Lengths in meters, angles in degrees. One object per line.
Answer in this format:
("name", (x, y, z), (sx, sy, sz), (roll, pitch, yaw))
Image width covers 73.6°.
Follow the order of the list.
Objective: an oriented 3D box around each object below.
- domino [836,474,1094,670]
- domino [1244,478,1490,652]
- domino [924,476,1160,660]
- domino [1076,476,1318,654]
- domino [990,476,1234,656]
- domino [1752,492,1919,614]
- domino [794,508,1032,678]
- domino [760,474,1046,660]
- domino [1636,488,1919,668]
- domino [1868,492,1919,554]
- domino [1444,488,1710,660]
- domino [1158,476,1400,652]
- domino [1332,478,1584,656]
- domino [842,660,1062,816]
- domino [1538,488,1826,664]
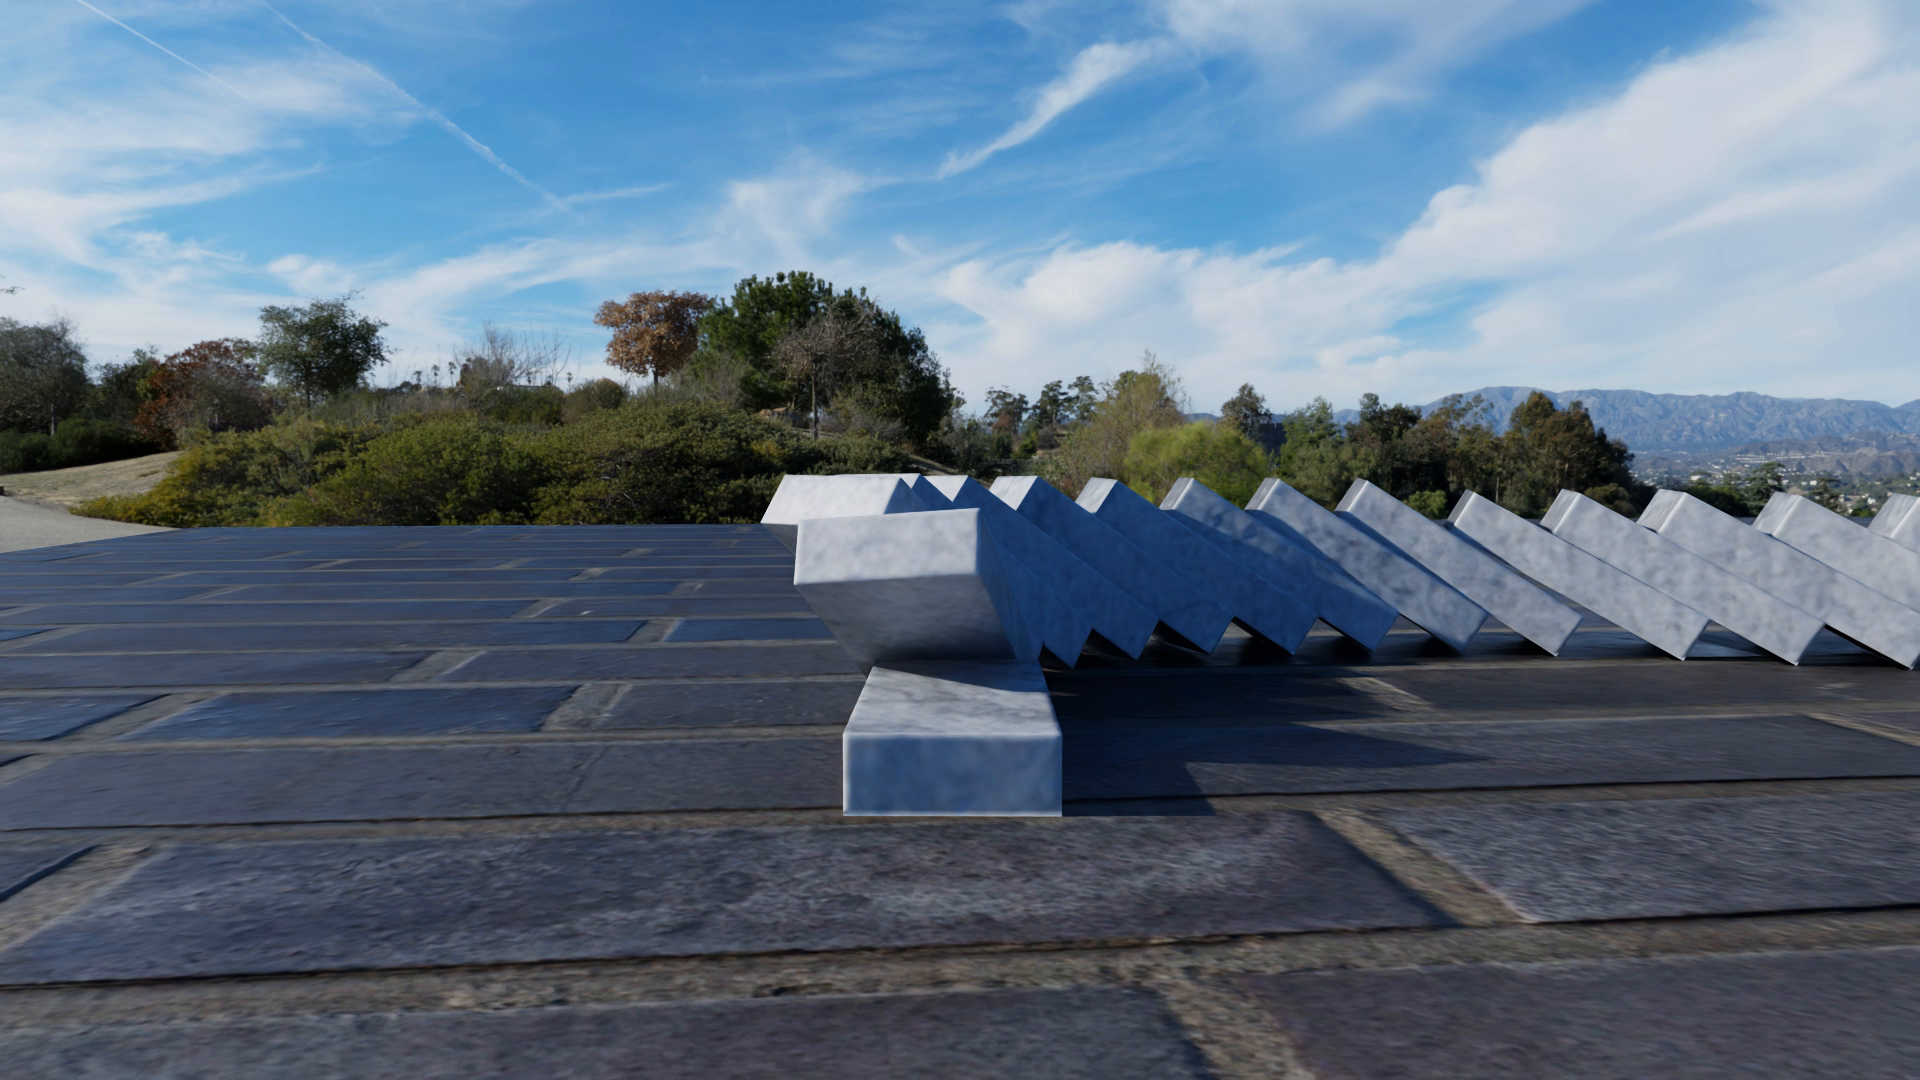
("domino", (-0.001, 0.006, 0.236), (0.050, 0.010, 0.025), (41, -23, -33))
("domino", (0.085, 0.004, 0.273), (0.050, 0.010, 0.025), (33, 7, 4))
("domino", (0.012, 0.005, 0.251), (0.050, 0.010, 0.025), (36, -13, -23))
("domino", (0.048, 0.005, 0.268), (0.050, 0.009, 0.025), (33, 0, -7))
("domino", (0.029, 0.005, 0.260), (0.050, 0.009, 0.025), (34, -7, -15))
("domino", (0.185, 0.007, 0.252), (0.050, 0.010, 0.025), (32, 15, 18))
("domino", (-0.005, 0.011, 0.192), (0.025, 0.009, 0.050), (-4, -25, 10))
("domino", (-0.008, 0.007, 0.219), (0.025, 0.009, 0.050), (3, -31, 37))
("domino", (0.164, 0.007, 0.258), (0.050, 0.010, 0.025), (32, 13, 14))
("domino", (0.204, 0.008, 0.245), (0.050, 0.009, 0.025), (33, 17, 21))
("domino", (0.127, 0.006, 0.269), (0.050, 0.009, 0.025), (31, 13, 13))
("domino", (0.066, 0.004, 0.272), (0.050, 0.009, 0.025), (33, 5, 1))
("domino", (0.104, 0.005, 0.272), (0.050, 0.009, 0.025), (34, 10, 8))
("domino", (-0.001, 0.025, 0.171), (0.025, 0.010, 0.050), (0, 4, 1))
("domino", (0.146, 0.006, 0.263), (0.050, 0.010, 0.025), (31, 13, 13))
